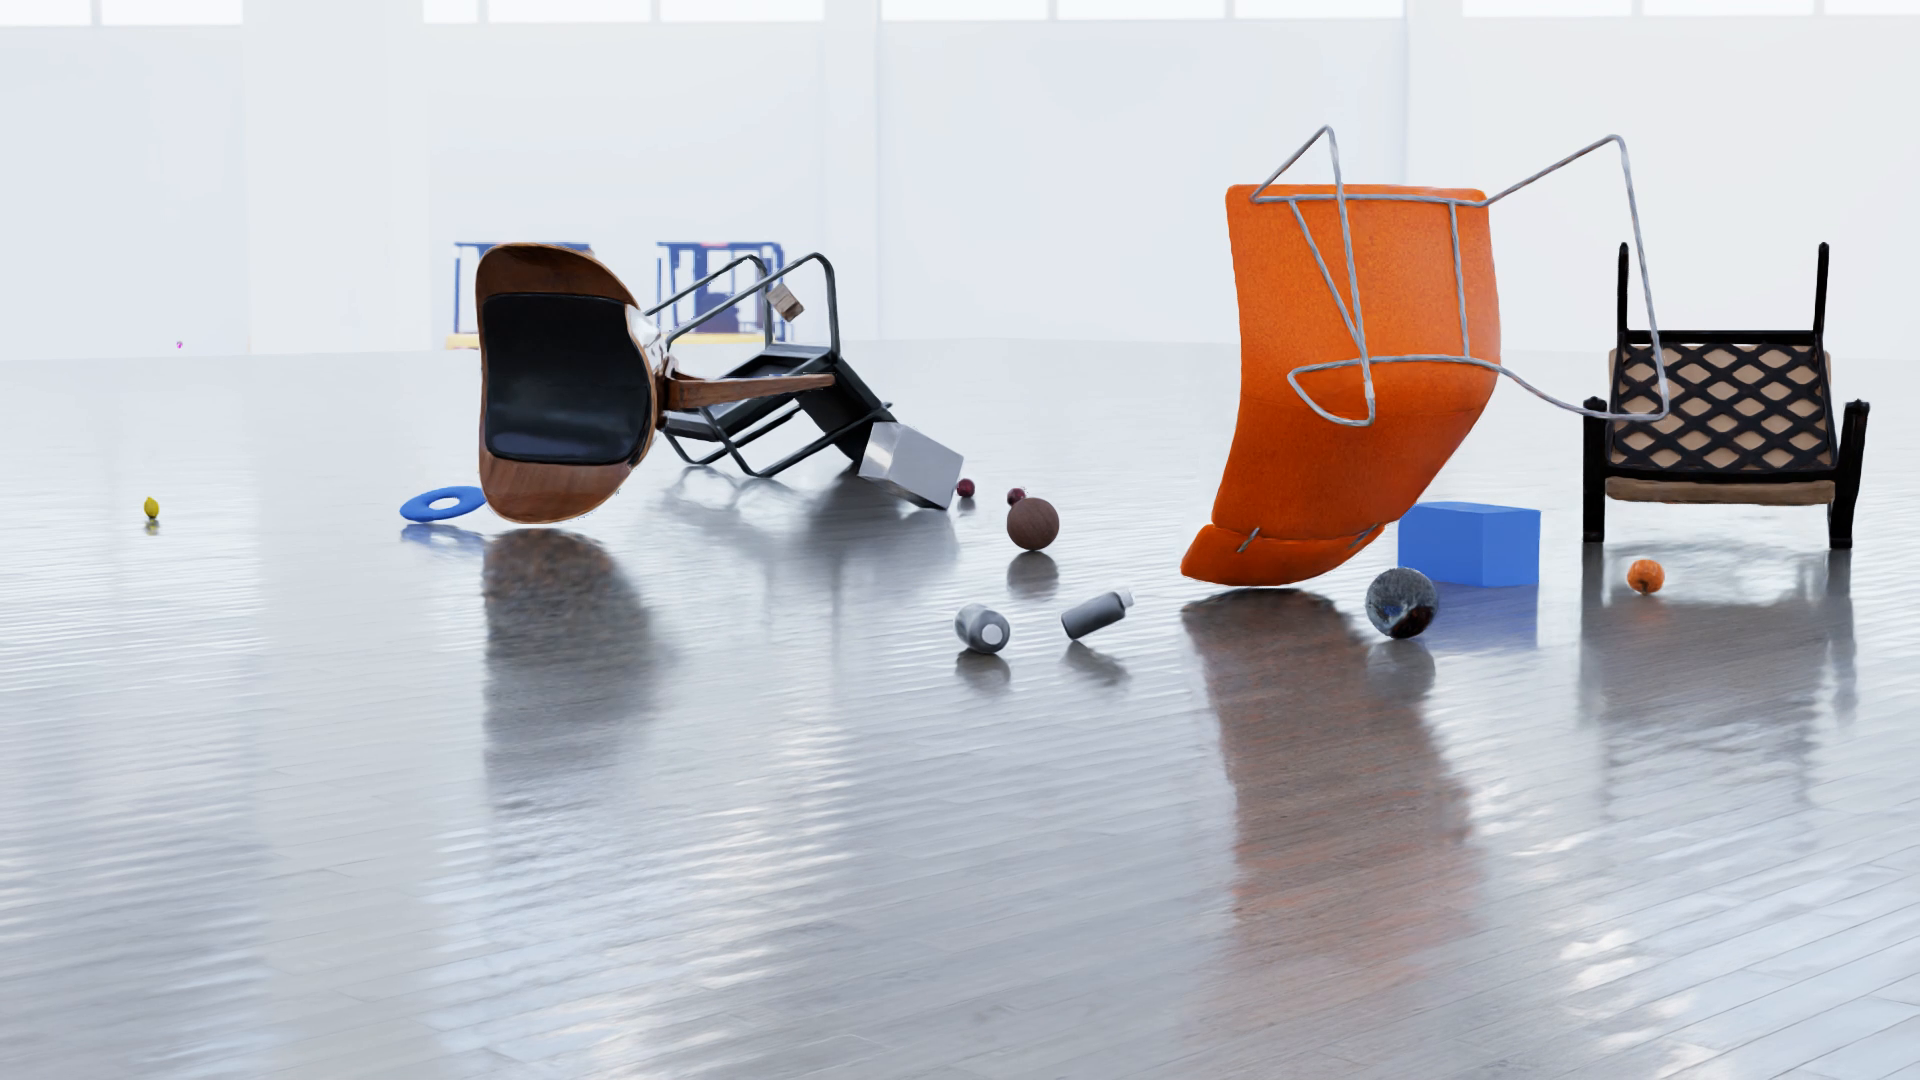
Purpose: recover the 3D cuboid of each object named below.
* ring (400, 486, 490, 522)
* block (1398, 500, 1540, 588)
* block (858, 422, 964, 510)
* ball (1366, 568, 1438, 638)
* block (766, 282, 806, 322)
[{"bbox_3d":[-1.382,-0.097,6.876,0.242,0.086,0.039,-12,-10,-9],"label":"ring"},{"bbox_3d":[1.105,0.006,5.579,0.166,0.158,0.265,-4,7,-32],"label":"block"},{"bbox_3d":[-0.135,-0.206,7.182,0.114,0.161,0.265,6,-15,44],"label":"block"},{"bbox_3d":[0.803,0.114,4.664,0.131,0.131,0.131,0,6,0],"label":"ball"},{"bbox_3d":[-0.509,-0.693,7.481,0.066,0.075,0.095,-39,-15,2],"label":"block"}]
